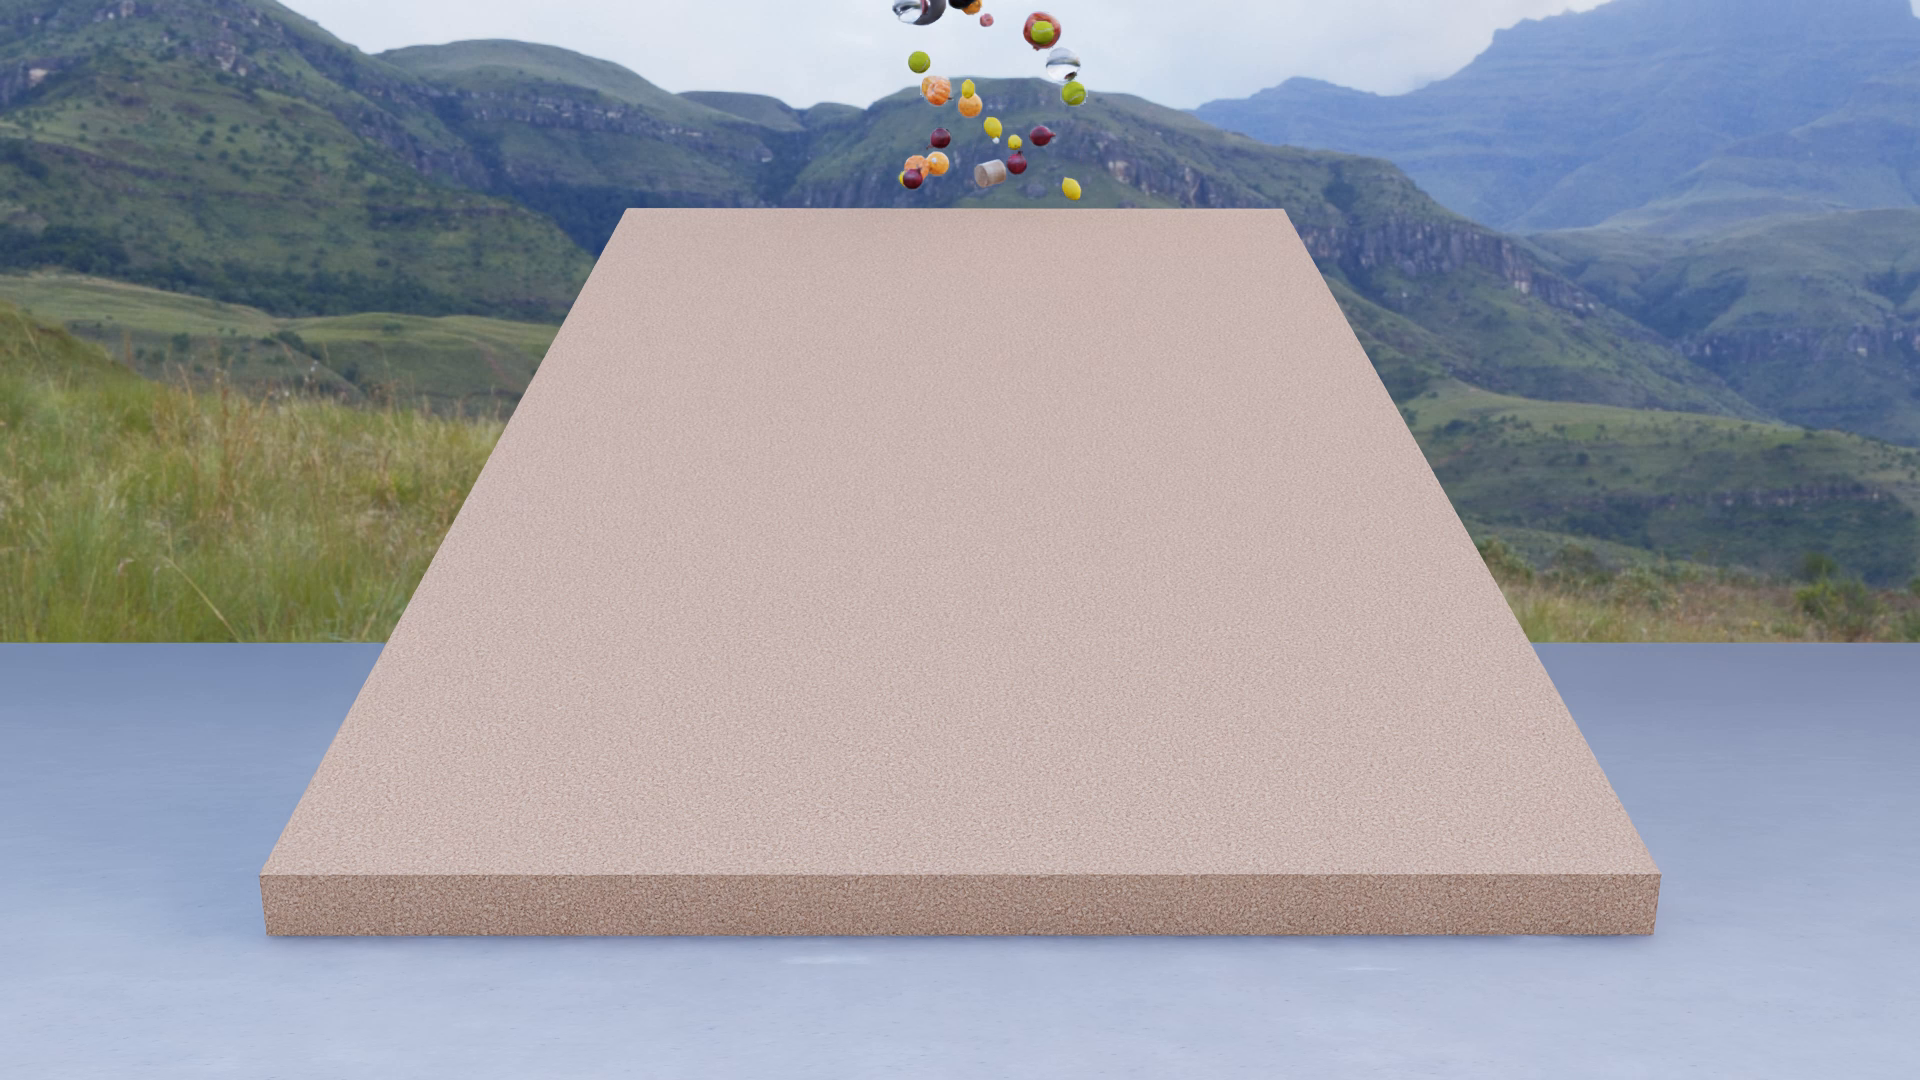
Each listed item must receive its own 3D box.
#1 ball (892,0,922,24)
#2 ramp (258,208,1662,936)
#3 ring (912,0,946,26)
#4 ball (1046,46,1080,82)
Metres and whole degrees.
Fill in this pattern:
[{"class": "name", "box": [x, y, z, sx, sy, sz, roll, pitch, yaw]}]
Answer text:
[{"class": "ball", "box": [-0.151, -1.536, 6.628, 0.086, 0.086, 0.086, 0, -2, 0]}, {"class": "ramp", "box": [-0.006, -0.220, 5.146, 2.000, 0.100, 4.000, 0, 22, 0]}, {"class": "ring", "box": [-0.116, -1.640, 7.019, 0.148, 0.148, 0.049, 0, -23, 5]}, {"class": "ball", "box": [0.296, -1.361, 6.567, 0.100, 0.100, 0.100, 0, -2, 0]}]
